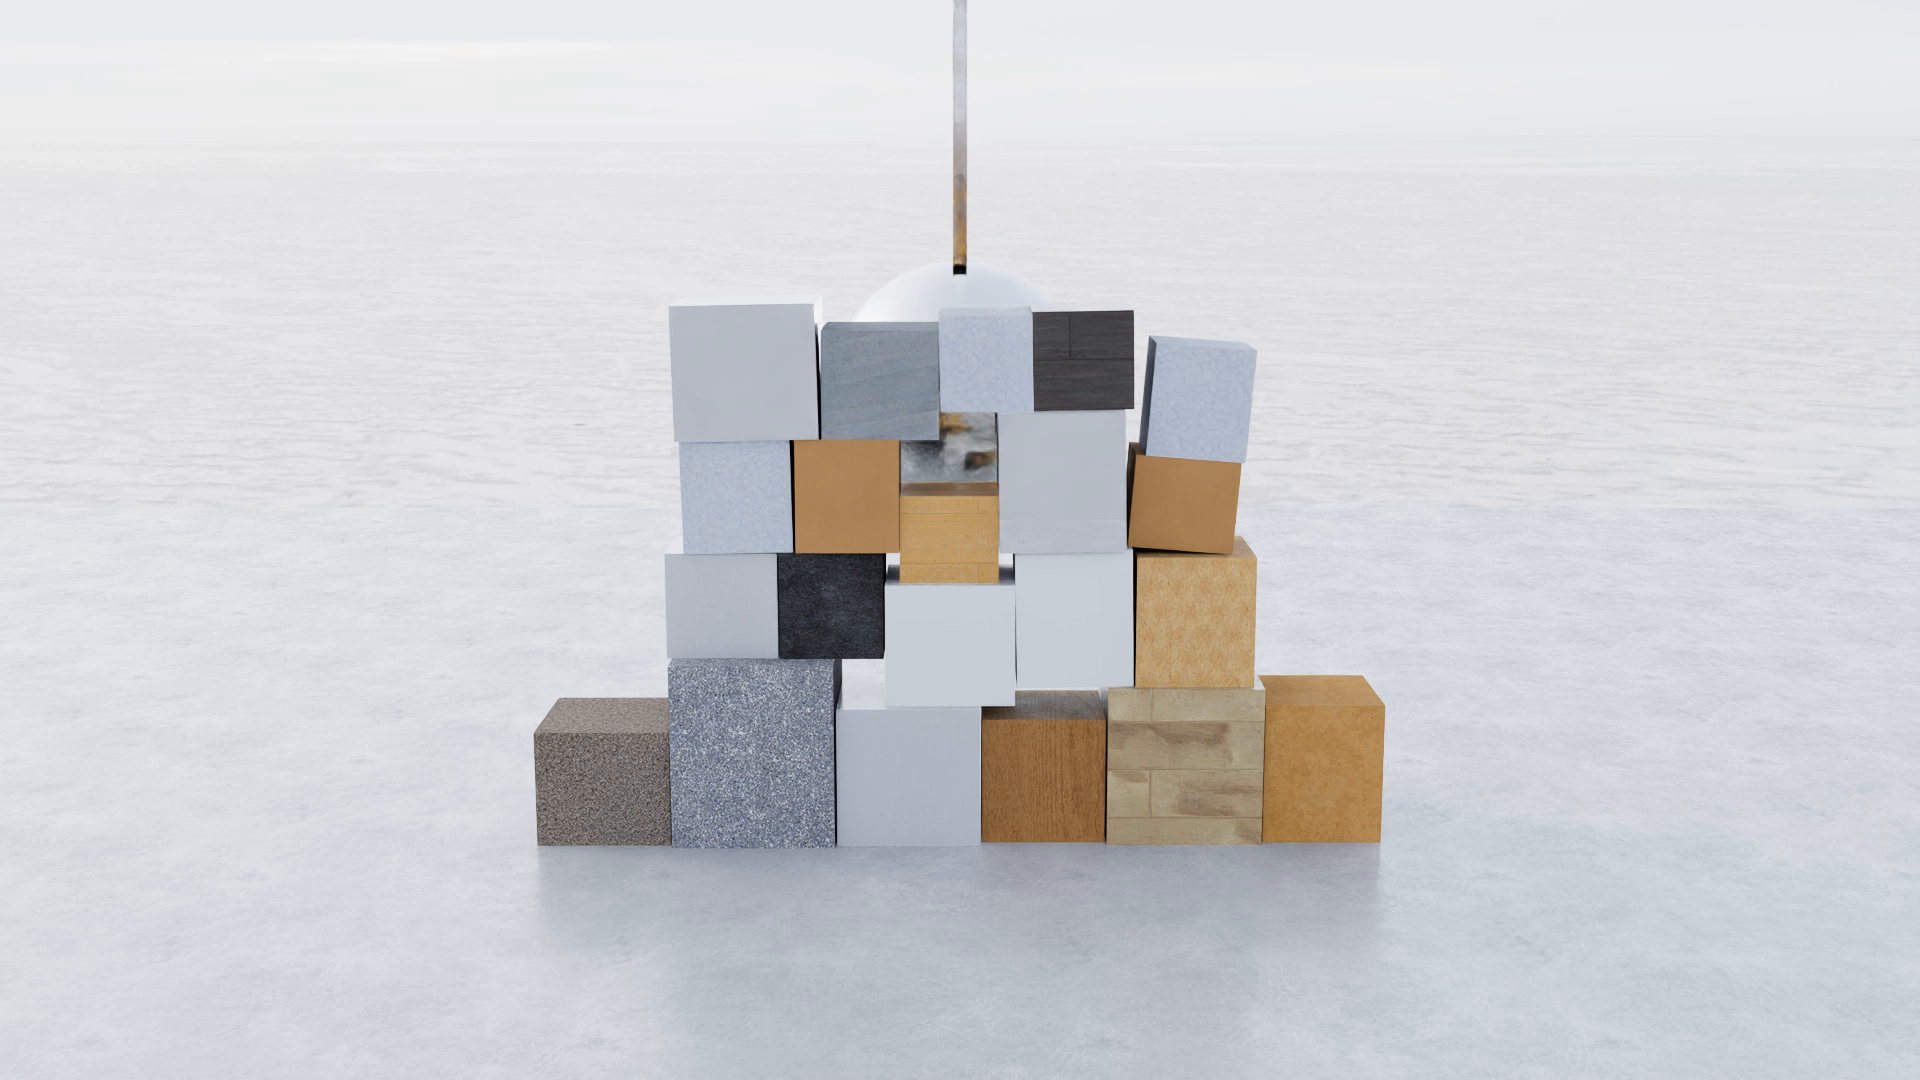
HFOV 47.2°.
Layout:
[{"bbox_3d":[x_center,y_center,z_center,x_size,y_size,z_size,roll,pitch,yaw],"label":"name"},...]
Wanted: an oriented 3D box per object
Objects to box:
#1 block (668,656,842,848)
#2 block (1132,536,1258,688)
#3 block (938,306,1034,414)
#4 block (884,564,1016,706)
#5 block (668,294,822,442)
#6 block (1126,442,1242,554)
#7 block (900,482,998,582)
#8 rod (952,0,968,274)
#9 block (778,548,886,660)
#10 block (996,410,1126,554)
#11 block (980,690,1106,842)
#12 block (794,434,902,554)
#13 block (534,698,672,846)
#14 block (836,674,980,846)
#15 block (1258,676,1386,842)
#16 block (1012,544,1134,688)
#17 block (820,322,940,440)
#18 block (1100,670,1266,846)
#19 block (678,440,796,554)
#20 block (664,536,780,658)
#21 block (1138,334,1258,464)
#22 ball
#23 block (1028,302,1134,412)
[{"bbox_3d":[-1.037,1.012,11.375,0.818,0.939,0.842,0,10,0],"label":"block"},{"bbox_3d":[1.175,0.356,11.249,0.593,0.659,0.620,0,10,0],"label":"block"},{"bbox_3d":[0.128,-0.908,11.024,0.458,0.472,0.537,-1,10,0],"label":"block"},{"bbox_3d":[-0.049,0.479,11.250,0.649,0.616,0.570,0,10,0],"label":"block"},{"bbox_3d":[-1.055,-0.870,11.030,0.707,0.666,0.622,-1,10,0],"label":"block"},{"bbox_3d":[1.116,-0.218,11.160,0.525,0.463,0.480,4,10,-1],"label":"block"},{"bbox_3d":[-0.054,-0.041,11.163,0.493,0.439,0.449,0,10,0],"label":"block"},{"bbox_3d":[0.000,-3.793,11.404,0.080,5.200,0.080,0,31,0],"label":"rod"},{"bbox_3d":[-0.643,0.283,11.237,0.519,0.545,0.519,0,10,0],"label":"block"},{"bbox_3d":[0.503,-0.341,11.125,0.625,0.694,0.688,-1,10,0],"label":"block"},{"bbox_3d":[0.421,1.163,11.381,0.619,0.640,0.601,0,10,0],"label":"block"},{"bbox_3d":[-0.559,-0.261,11.116,0.513,0.568,0.523,0,10,0],"label":"block"},{"bbox_3d":[-1.794,1.189,11.387,0.674,0.586,0.715,0,10,0],"label":"block"},{"bbox_3d":[-0.258,1.127,11.387,0.720,0.708,0.746,0,10,0],"label":"block"},{"bbox_3d":[1.831,1.123,11.391,0.600,0.714,0.642,0,10,0],"label":"block"},{"bbox_3d":[0.571,0.341,11.247,0.583,0.696,0.607,-1,10,0],"label":"block"},{"bbox_3d":[-0.392,-0.807,11.037,0.576,0.533,0.563,0,10,0],"label":"block"},{"bbox_3d":[1.131,1.078,11.377,0.781,0.808,0.723,0,10,0],"label":"block"},{"bbox_3d":[-1.107,-0.259,11.128,0.545,0.568,0.514,-1,10,0],"label":"block"},{"bbox_3d":[-1.193,0.285,11.251,0.560,0.536,0.517,0,10,0],"label":"block"},{"bbox_3d":[1.189,-0.713,11.054,0.495,0.559,0.457,4,10,-1],"label":"block"},{"bbox_3d":[0.000,-0.864,13.132,1.600,1.600,1.600,0,10,0],"label":"ball"},{"bbox_3d":[0.605,-0.926,11.030,0.496,0.486,0.550,-1,10,0],"label":"block"}]
